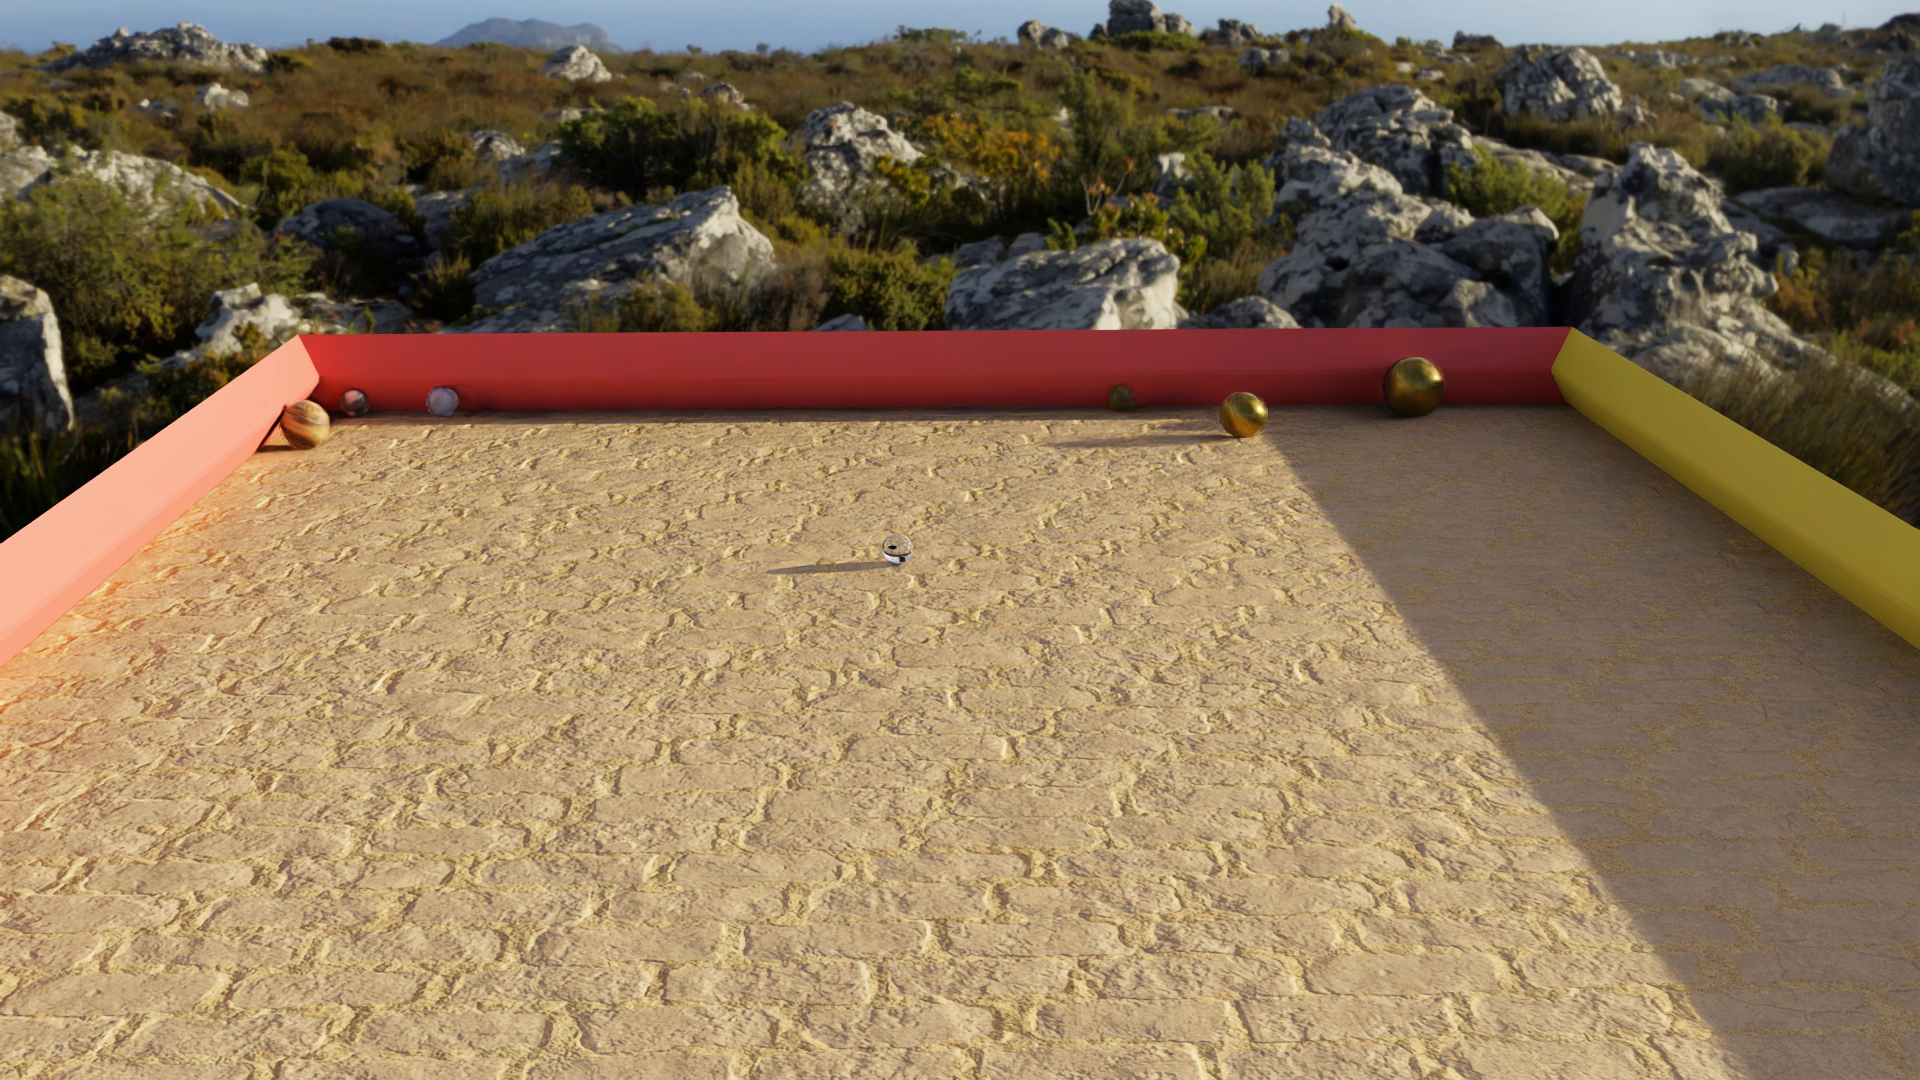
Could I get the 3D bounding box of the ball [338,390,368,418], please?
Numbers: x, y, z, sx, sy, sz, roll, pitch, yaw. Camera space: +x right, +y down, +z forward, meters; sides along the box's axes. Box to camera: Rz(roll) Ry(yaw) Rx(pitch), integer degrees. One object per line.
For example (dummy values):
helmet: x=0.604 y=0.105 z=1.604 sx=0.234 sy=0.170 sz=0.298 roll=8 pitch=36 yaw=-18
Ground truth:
ball: x=-1.010 y=-0.228 z=3.659 sx=0.046 sy=0.046 sz=0.046 roll=0 pitch=16 yaw=0

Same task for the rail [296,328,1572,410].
rail: x=-0.031 y=-0.284 z=3.702 sx=2.152 sy=0.129 sz=0.045 roll=-1 pitch=16 yaw=-2

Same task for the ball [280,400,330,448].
ball: x=-1.023 y=-0.180 z=3.435 sx=0.076 sy=0.076 sz=0.076 roll=0 pitch=16 yaw=0

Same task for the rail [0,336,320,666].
rail: x=-1.019 y=0.231 z=1.869 sx=0.045 sy=0.129 sz=3.787 roll=-1 pitch=16 yaw=-2

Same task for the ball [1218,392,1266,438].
ball: x=0.450 y=-0.201 z=3.510 sx=0.074 sy=0.074 sz=0.074 roll=0 pitch=16 yaw=0

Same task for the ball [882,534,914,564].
ball: x=-0.080 y=0.011 z=2.819 sx=0.040 sy=0.040 sz=0.040 roll=0 pitch=16 yaw=0

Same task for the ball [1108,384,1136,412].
ball: x=0.273 y=-0.239 z=3.702 sx=0.045 sy=0.045 sz=0.045 roll=0 pitch=16 yaw=0

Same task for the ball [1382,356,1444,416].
ball: x=0.754 y=-0.257 z=3.663 sx=0.099 sy=0.099 sz=0.099 roll=0 pitch=16 yaw=0

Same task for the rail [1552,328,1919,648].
rail: x=1.084 y=0.211 z=1.938 sx=0.045 sy=0.129 sz=3.787 roll=-1 pitch=16 yaw=-2

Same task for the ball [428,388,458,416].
ball: x=-0.859 y=-0.230 z=3.660 sx=0.049 sy=0.049 sz=0.049 roll=0 pitch=16 yaw=0
